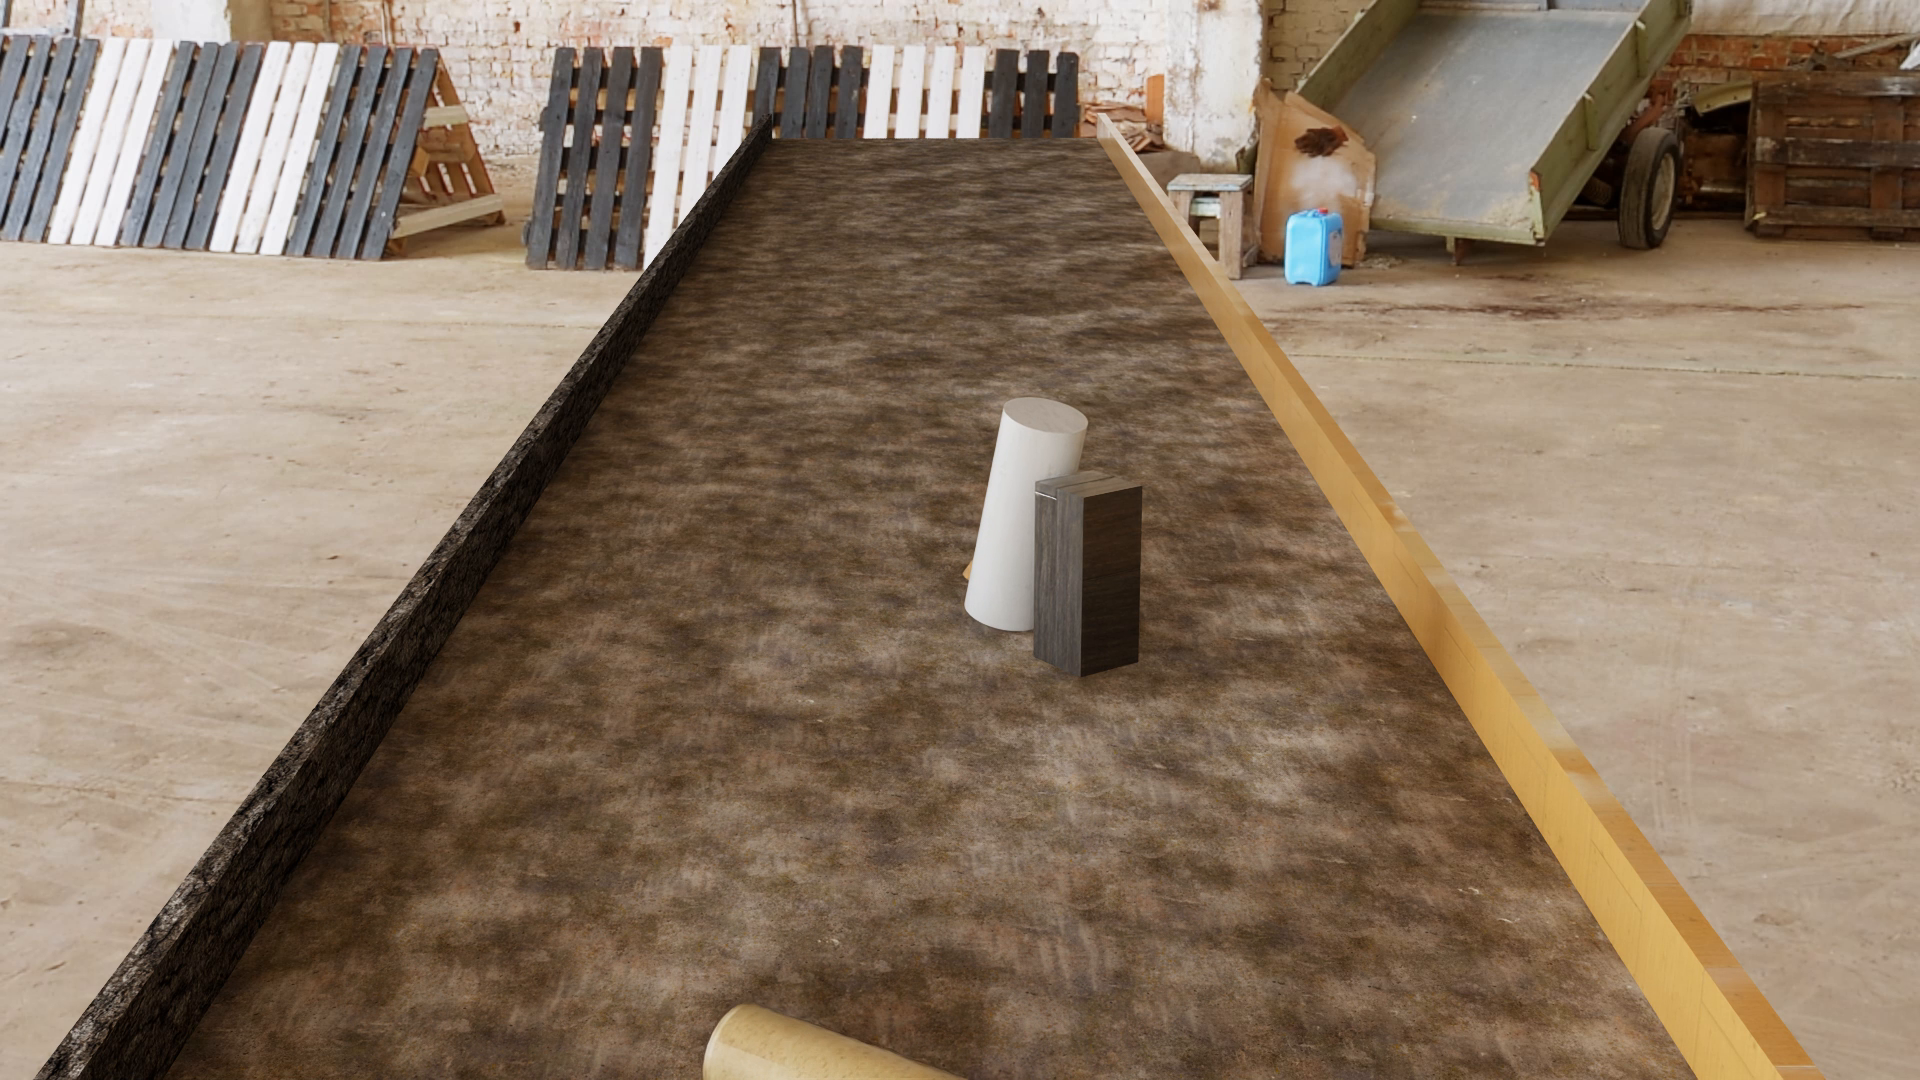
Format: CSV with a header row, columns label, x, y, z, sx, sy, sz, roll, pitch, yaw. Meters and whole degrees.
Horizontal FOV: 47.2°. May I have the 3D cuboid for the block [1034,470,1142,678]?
label,x,y,z,sx,sy,sz,roll,pitch,yaw
block,0.252,0.065,4.367,0.149,0.366,0.149,-12,20,-35

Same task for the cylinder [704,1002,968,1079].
label,x,y,z,sx,sy,sz,roll,pitch,yaw
cylinder,-0.137,0.682,2.708,0.360,0.129,0.129,11,20,33

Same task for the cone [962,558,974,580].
label,x,y,z,sx,sy,sz,roll,pitch,yaw
cone,0.150,-0.070,4.754,0.126,0.390,0.126,26,10,-5

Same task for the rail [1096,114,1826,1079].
label,x,y,z,sx,sy,sz,roll,pitch,yaw
rail,0.932,-0.844,7.801,0.050,0.150,12.000,0,17,-1

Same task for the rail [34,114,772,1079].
label,x,y,z,sx,sy,sz,roll,pitch,yaw
rail,-1.118,-0.838,7.780,0.050,0.150,12.000,0,17,-1

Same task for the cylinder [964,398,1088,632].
label,x,y,z,sx,sy,sz,roll,pitch,yaw
cylinder,0.135,-0.052,4.553,0.175,0.455,0.175,9,26,-4
